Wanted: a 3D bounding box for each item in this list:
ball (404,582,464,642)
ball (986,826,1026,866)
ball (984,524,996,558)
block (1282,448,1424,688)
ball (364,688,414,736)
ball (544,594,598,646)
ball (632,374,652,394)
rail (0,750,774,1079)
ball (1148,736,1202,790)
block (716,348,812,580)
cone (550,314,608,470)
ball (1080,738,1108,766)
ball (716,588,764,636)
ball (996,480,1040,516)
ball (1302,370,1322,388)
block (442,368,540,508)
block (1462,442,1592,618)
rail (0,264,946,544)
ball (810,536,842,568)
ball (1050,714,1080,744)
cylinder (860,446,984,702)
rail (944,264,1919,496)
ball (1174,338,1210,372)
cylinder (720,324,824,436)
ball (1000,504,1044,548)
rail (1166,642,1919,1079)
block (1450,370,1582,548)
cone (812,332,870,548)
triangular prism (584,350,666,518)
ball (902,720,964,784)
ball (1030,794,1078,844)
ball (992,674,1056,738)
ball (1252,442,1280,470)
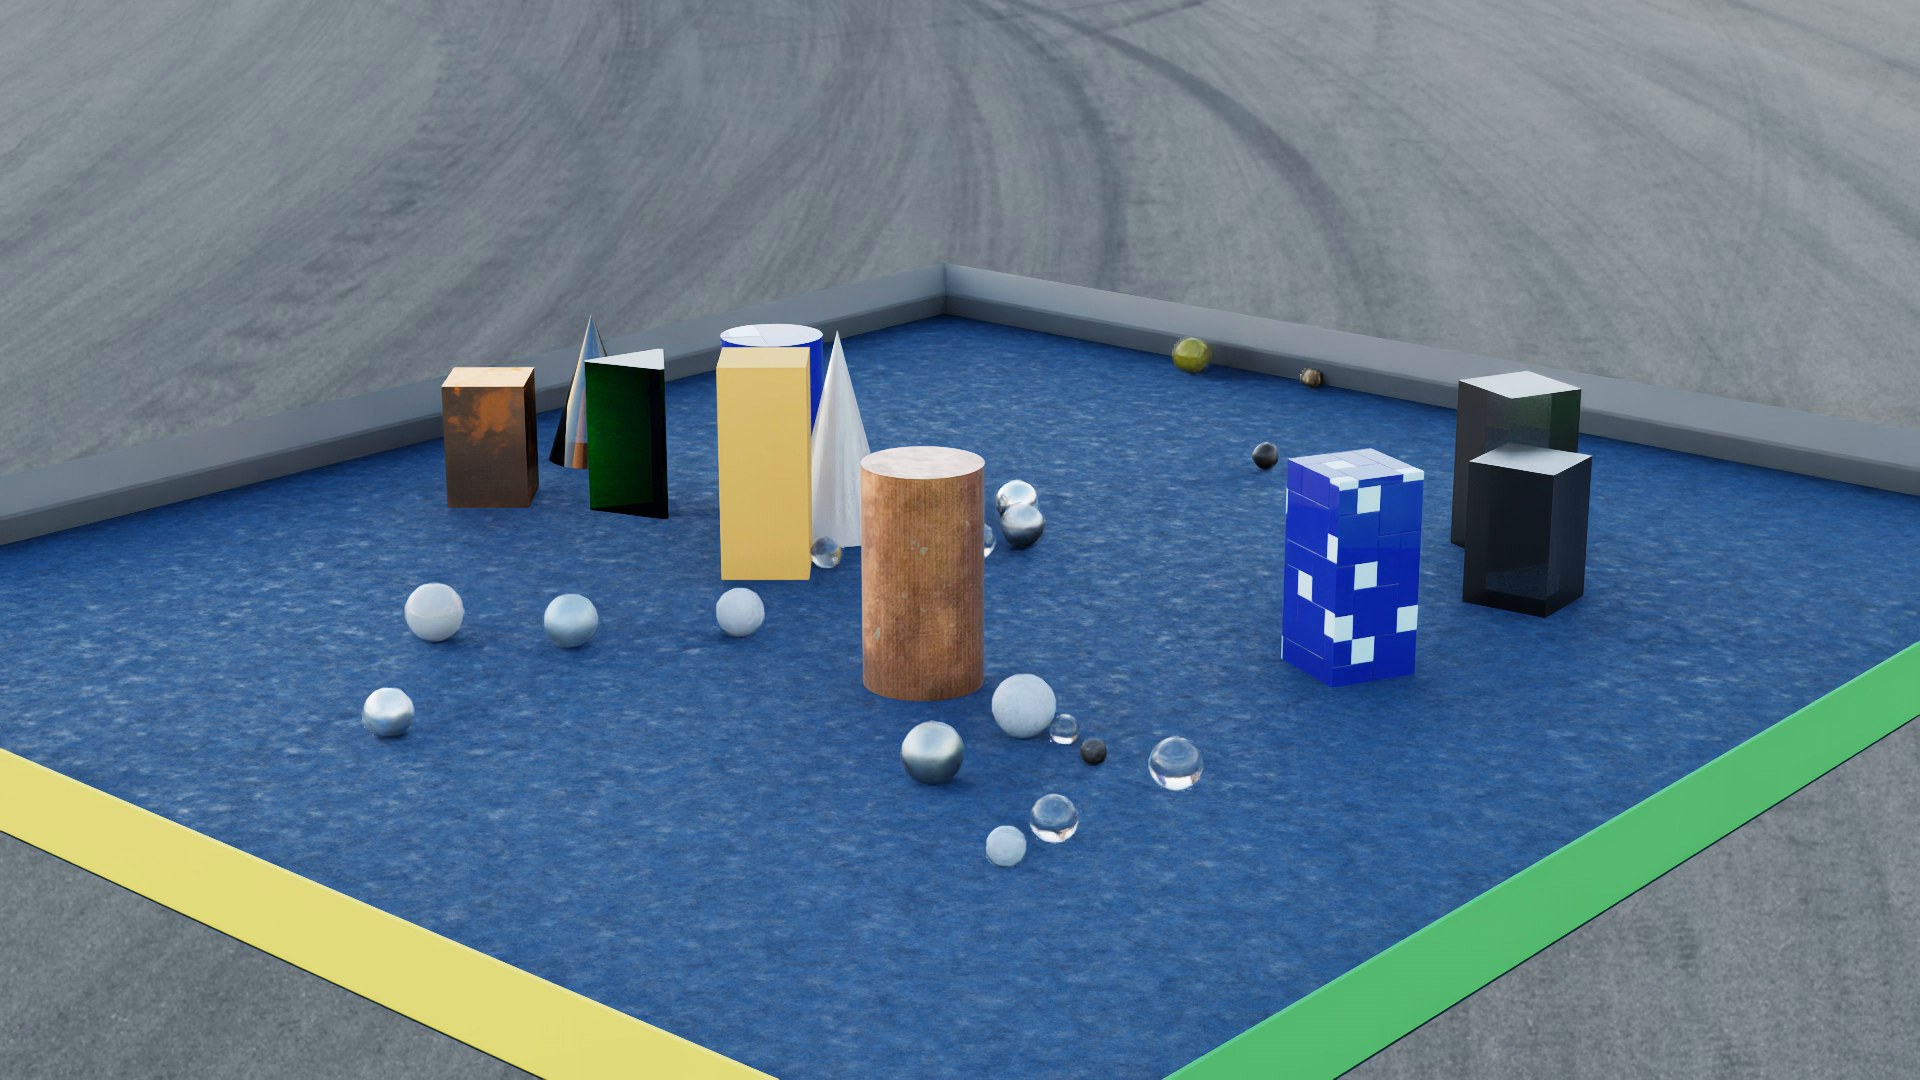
[{"bbox_3d":[-0.876,0.120,4.882,0.097,0.097,0.097,0,17,0],"label":"ball"},{"bbox_3d":[0.063,0.415,3.976,0.055,0.055,0.055,0,17,0],"label":"ball"},{"bbox_3d":[0.030,0.001,5.325,0.069,0.069,0.069,0,17,0],"label":"ball"},{"bbox_3d":[0.630,0.043,4.719,0.156,0.339,0.156,-8,18,-24],"label":"block"},{"bbox_3d":[-0.868,0.261,4.452,0.075,0.075,0.075,0,17,0],"label":"ball"},{"bbox_3d":[-0.644,0.133,4.855,0.089,0.089,0.089,0,17,0],"label":"ball"},{"bbox_3d":[-0.705,-0.347,6.521,0.044,0.044,0.044,0,17,0],"label":"ball"},{"bbox_3d":[-1.100,0.398,3.907,3.060,0.127,0.045,14,22,39],"label":"rail"},{"bbox_3d":[0.312,0.323,4.240,0.078,0.078,0.078,0,17,0],"label":"ball"},{"bbox_3d":[-0.347,-0.137,5.232,0.156,0.387,0.156,0,17,0],"label":"block"},{"bbox_3d":[-0.745,-0.315,5.972,0.195,0.301,0.195,0,17,0],"label":"cone"},{"bbox_3d":[0.198,0.313,4.340,0.040,0.040,0.040,0,17,0],"label":"ball"},{"bbox_3d":[-0.368,0.120,4.909,0.082,0.082,0.082,0,17,0],"label":"ball"},{"bbox_3d":[0.108,-0.071,5.542,0.082,0.082,0.082,0,17,0],"label":"ball"},{"bbox_3d":[0.790,-0.363,6.579,0.041,0.041,0.041,0,17,0],"label":"ball"},{"bbox_3d":[-0.910,-0.200,5.694,0.156,0.240,0.156,0,17,0],"label":"block"},{"bbox_3d":[0.981,-0.019,5.073,0.156,0.253,0.156,12,20,34],"label":"block"},{"bbox_3d":[-1.138,-0.253,6.066,0.045,0.127,3.403,14,22,39],"label":"rail"},{"bbox_3d":[-0.240,0.023,5.275,0.057,0.057,0.057,0,17,0],"label":"ball"},{"bbox_3d":[0.158,0.286,4.421,0.046,0.046,0.046,0,17,0],"label":"ball"},{"bbox_3d":[-0.059,0.052,4.648,0.195,0.363,0.195,0,17,0],"label":"cylinder"},{"bbox_3d":[1.100,-0.334,6.333,3.060,0.127,0.045,14,22,39],"label":"rail"},{"bbox_3d":[0.532,-0.423,6.713,0.080,0.080,0.080,0,17,0],"label":"ball"},{"bbox_3d":[-0.359,-0.231,5.634,0.195,0.334,0.195,0,17,0],"label":"cylinder"},{"bbox_3d":[0.114,-0.027,5.398,0.081,0.081,0.081,0,17,0],"label":"ball"},{"bbox_3d":[1.138,0.317,4.175,0.045,0.127,3.403,14,22,39],"label":"rail"},{"bbox_3d":[1.014,-0.134,5.356,0.156,0.309,0.156,-8,19,-26],"label":"block"},{"bbox_3d":[-0.225,-0.200,5.441,0.195,0.387,0.195,0,17,0],"label":"cone"},{"bbox_3d":[-0.607,-0.209,5.635,0.169,0.293,0.146,7,18,22],"label":"triangular prism"},{"bbox_3d":[-0.039,0.309,4.267,0.091,0.091,0.091,0,17,0],"label":"ball"},{"bbox_3d":[0.130,0.385,4.054,0.068,0.068,0.068,0,17,0],"label":"ball"},{"bbox_3d":[0.097,0.251,4.447,0.097,0.097,0.097,0,17,0],"label":"ball"},{"bbox_3d":[0.617,-0.170,5.917,0.054,0.054,0.054,0,17,0],"label":"ball"}]
